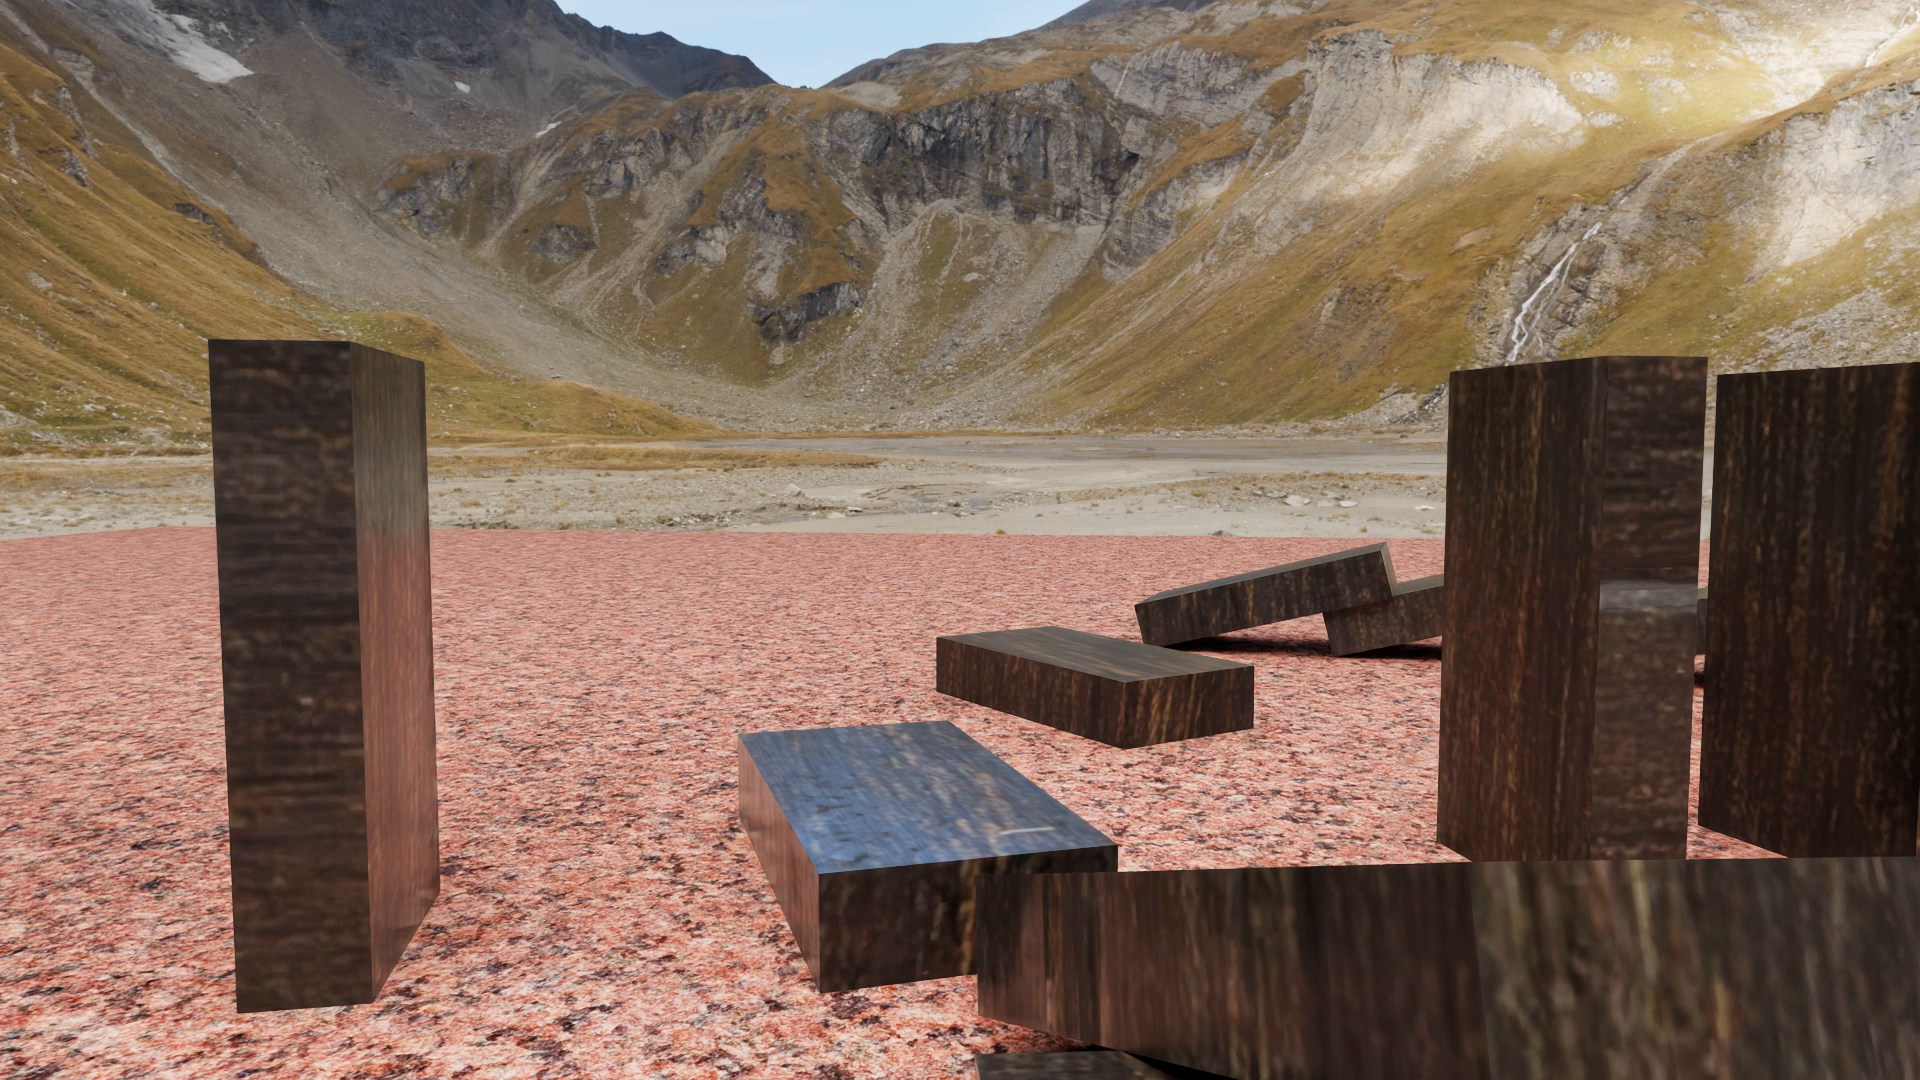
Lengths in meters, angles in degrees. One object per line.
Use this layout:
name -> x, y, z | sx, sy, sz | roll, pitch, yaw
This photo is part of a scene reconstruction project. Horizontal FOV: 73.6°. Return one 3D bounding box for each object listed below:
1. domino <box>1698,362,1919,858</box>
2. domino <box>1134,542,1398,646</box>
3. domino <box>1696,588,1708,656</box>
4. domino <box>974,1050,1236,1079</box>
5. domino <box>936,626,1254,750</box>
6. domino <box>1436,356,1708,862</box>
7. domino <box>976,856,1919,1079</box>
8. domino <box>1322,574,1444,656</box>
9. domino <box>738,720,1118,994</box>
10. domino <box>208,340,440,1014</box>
domino -> 0.090, 0.008, 0.131 | 0.010, 0.050, 0.025 | -1, 4, -14
domino -> 0.064, 0.011, 0.268 | 0.050, 0.009, 0.025 | -14, -1, 21
domino -> 0.131, 0.015, 0.233 | 0.050, 0.009, 0.025 | -13, -4, 36
domino -> 0.014, 0.029, 0.045 | 0.025, 0.010, 0.050 | 0, -8, -3
domino -> 0.020, 0.022, 0.206 | 0.025, 0.010, 0.050 | -3, 5, -33
domino -> 0.058, 0.008, 0.124 | 0.010, 0.050, 0.025 | -1, 4, -10
domino -> 0.022, 0.024, 0.073 | 0.025, 0.009, 0.050 | 5, -16, -20
domino -> 0.100, 0.012, 0.259 | 0.050, 0.009, 0.025 | -14, -1, 21
domino -> -0.006, 0.028, 0.127 | 0.025, 0.009, 0.050 | -1, 4, -17
domino -> -0.052, 0.010, 0.107 | 0.009, 0.050, 0.025 | -1, 4, -11
